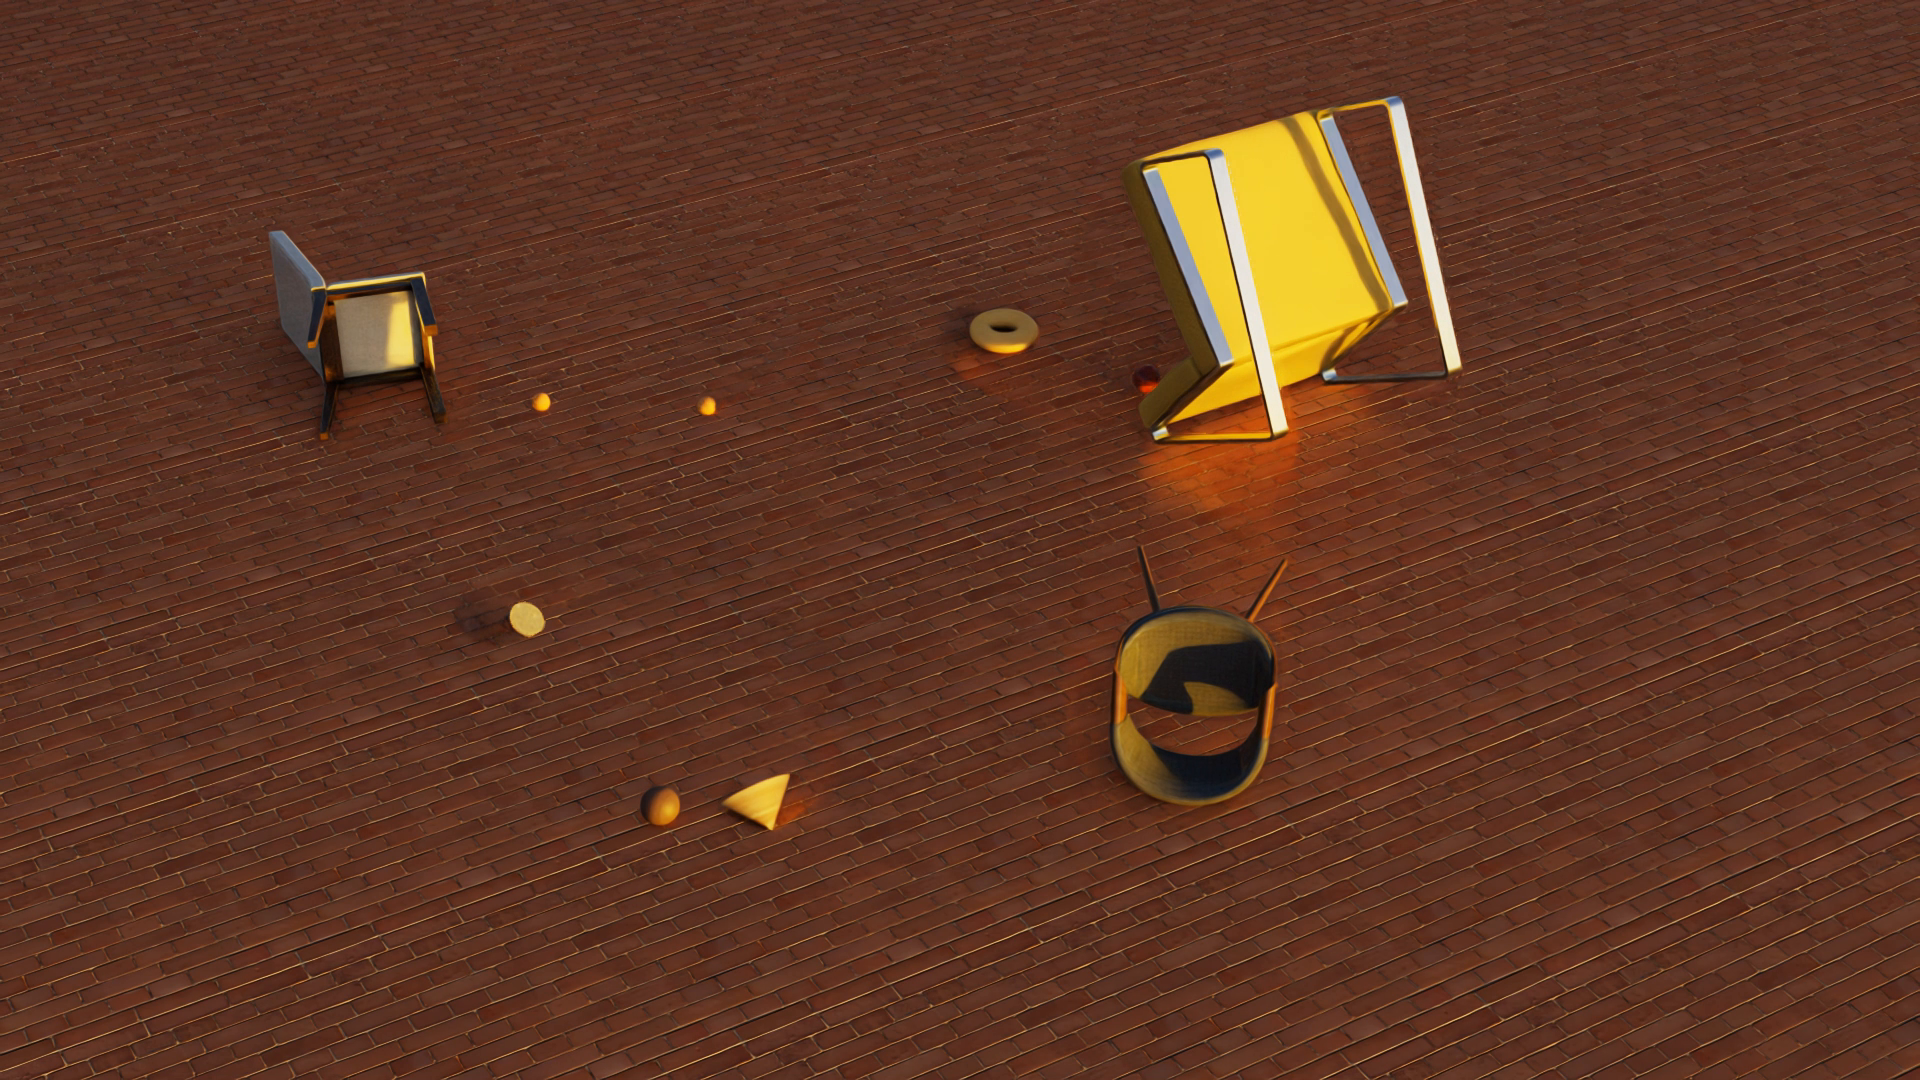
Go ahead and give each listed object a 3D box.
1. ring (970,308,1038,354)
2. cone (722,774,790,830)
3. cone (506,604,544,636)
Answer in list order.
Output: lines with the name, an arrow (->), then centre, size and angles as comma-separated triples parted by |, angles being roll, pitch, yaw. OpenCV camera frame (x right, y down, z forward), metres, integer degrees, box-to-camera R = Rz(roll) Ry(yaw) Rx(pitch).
ring -> 0.183, -0.870, 12.194 | 0.289, 0.080, 0.313 | -1, 33, -2
cone -> -0.638, 0.878, 9.526 | 0.236, 0.250, 0.144 | -11, 74, -50
cone -> -1.586, 0.278, 10.468 | 0.156, 0.146, 0.110 | 5, 68, 51
